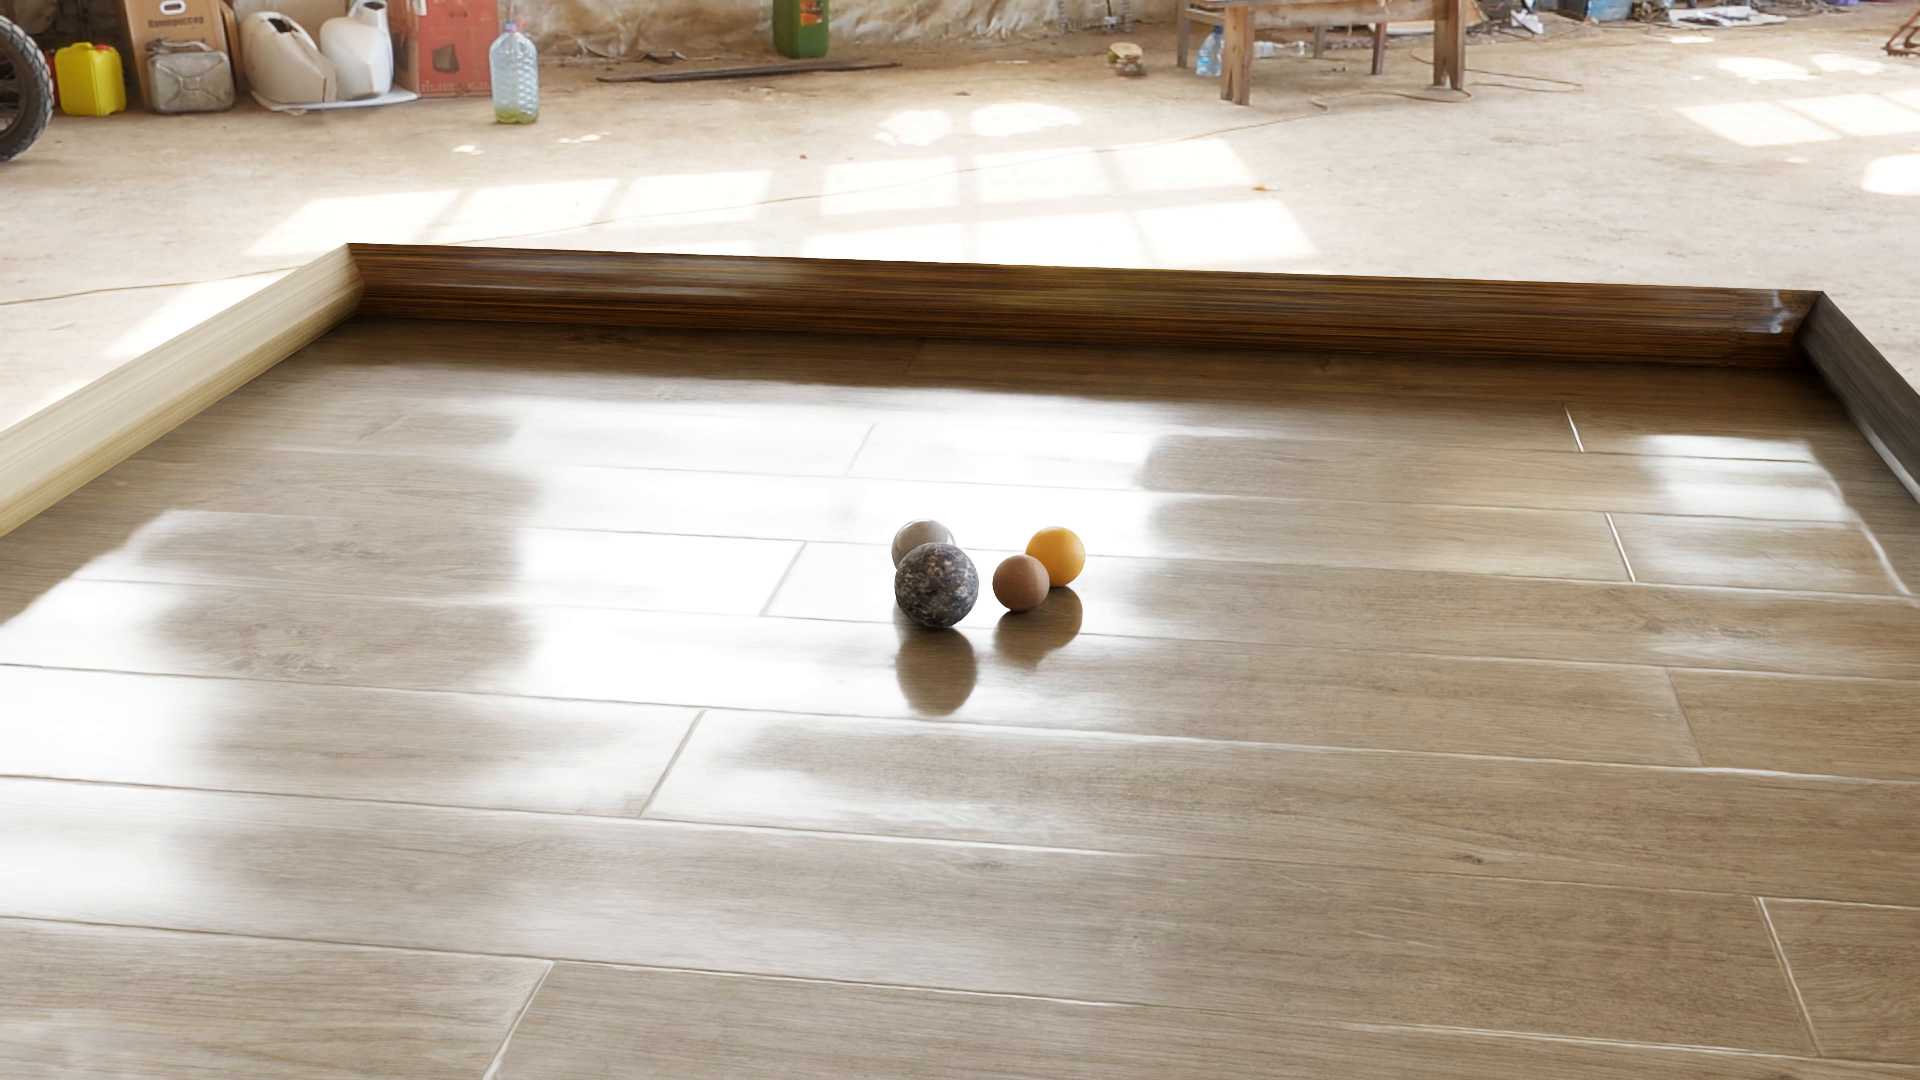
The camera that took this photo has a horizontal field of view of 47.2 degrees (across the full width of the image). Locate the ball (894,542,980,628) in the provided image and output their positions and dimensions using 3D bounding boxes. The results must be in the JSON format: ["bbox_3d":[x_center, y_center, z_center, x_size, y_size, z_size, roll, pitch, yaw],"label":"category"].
[{"bbox_3d":[-0.026,0.051,2.465,0.097,0.097,0.097,0,20,0],"label":"ball"}]

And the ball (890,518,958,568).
[{"bbox_3d":[-0.042,0.013,2.591,0.079,0.079,0.079,0,20,0],"label":"ball"}]

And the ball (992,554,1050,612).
[{"bbox_3d":[0.070,0.049,2.513,0.066,0.066,0.066,0,20,0],"label":"ball"}]

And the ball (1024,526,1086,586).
[{"bbox_3d":[0.112,0.019,2.585,0.072,0.072,0.072,0,20,0],"label":"ball"}]

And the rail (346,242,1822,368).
[{"bbox_3d":[0.146,-0.380,3.579,2.411,0.126,0.045,3,21,8],"label":"rail"}]

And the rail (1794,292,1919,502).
[{"bbox_3d":[1.020,0.400,1.480,0.045,0.126,4.234,3,21,8],"label":"rail"}]

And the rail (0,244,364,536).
[{"bbox_3d":[-1.320,0.284,1.793,0.045,0.126,4.234,3,21,8],"label":"rail"}]
